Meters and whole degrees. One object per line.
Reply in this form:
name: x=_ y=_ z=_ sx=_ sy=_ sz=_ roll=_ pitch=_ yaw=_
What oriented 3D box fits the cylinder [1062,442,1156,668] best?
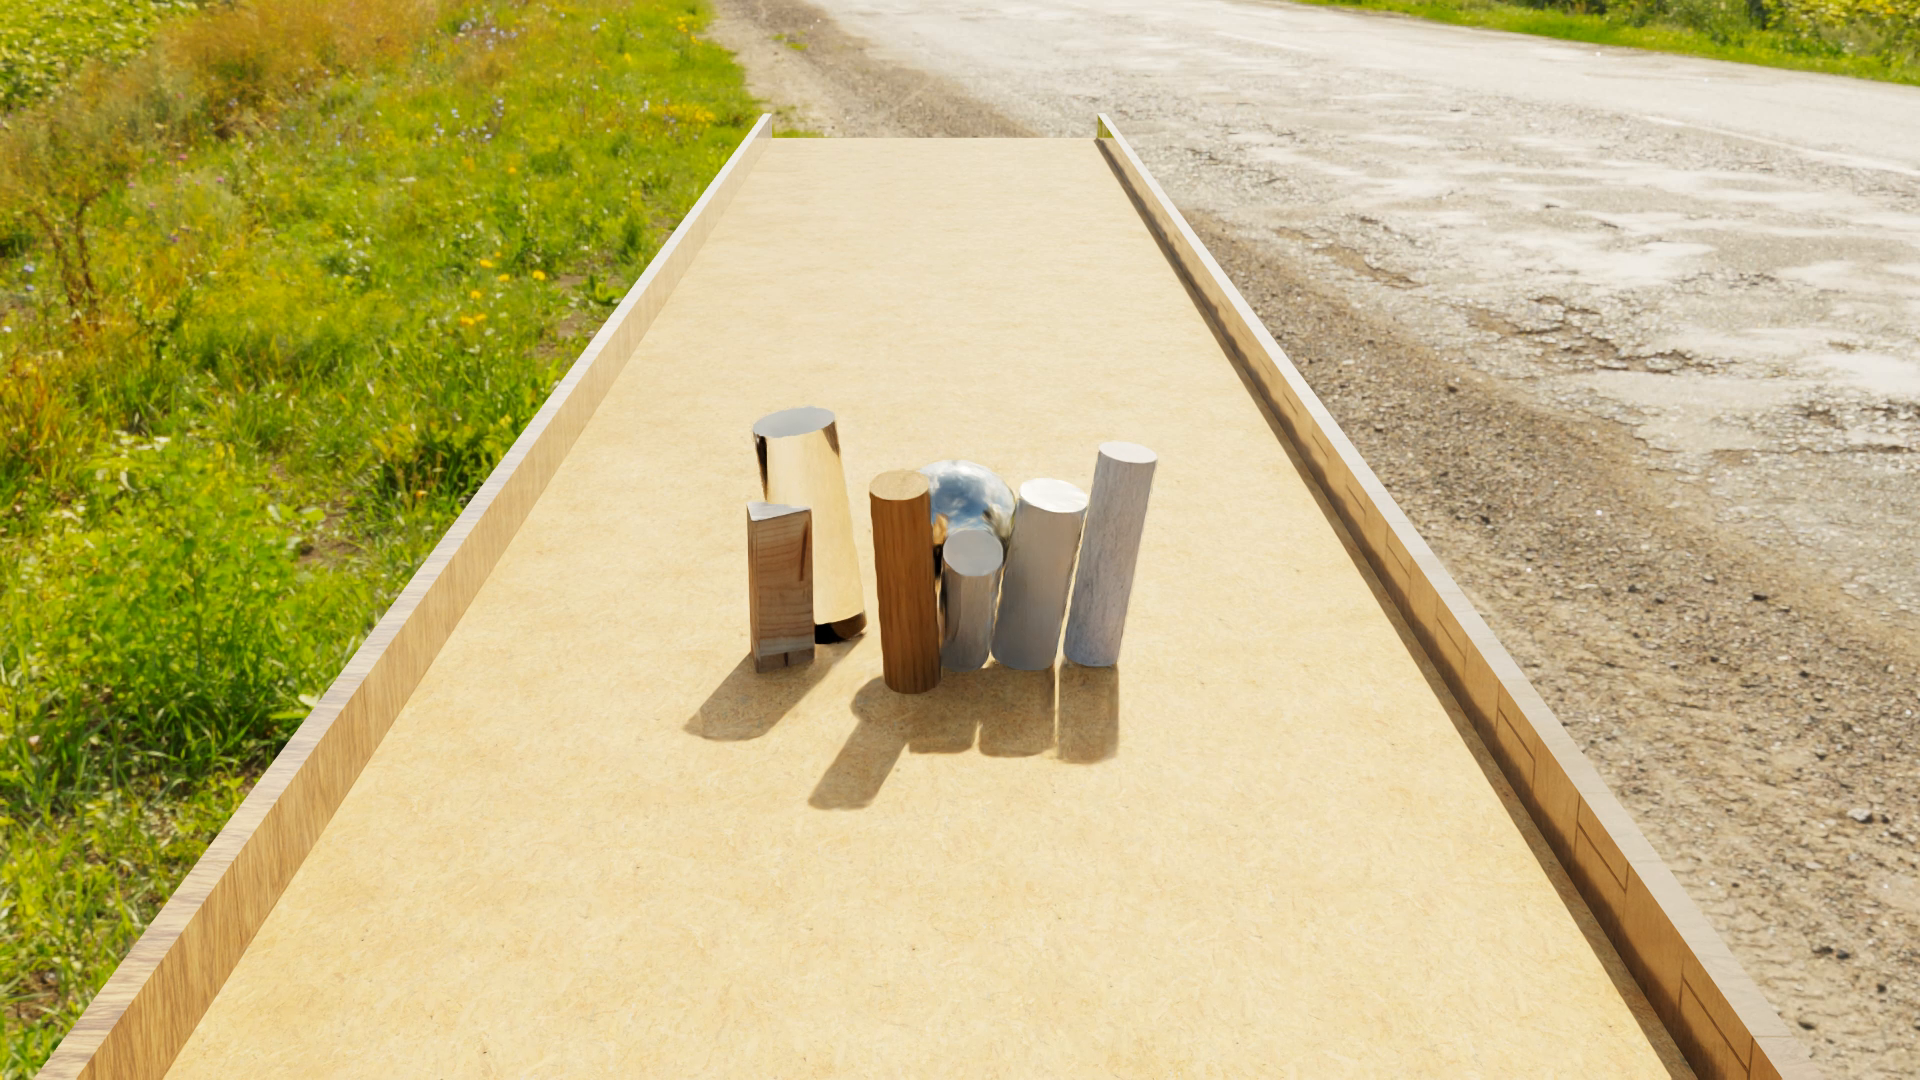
cylinder: x=0.293 y=0.030 z=4.336 sx=0.114 sy=0.438 sz=0.114 roll=8 pitch=22 yaw=-3

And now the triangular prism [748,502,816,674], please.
triangular prism: x=-0.384 y=0.087 z=4.385 sx=0.140 sy=0.314 sz=0.121 roll=-14 pitch=21 yaw=-38

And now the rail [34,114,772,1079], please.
rail: x=-1.118 y=-0.838 z=7.780 sx=0.050 sy=0.150 sz=12.000 roll=0 pitch=17 yaw=-1

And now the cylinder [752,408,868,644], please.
cylinder: x=-0.304 y=-0.028 z=4.485 sx=0.169 sy=0.455 sz=0.169 roll=-7 pitch=23 yaw=3

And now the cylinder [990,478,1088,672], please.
cylinder: x=0.153 y=0.070 z=4.318 sx=0.135 sy=0.362 sz=0.135 roll=8 pitch=29 yaw=-4

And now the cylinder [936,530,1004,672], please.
cylinder: x=0.014 y=0.120 z=4.268 sx=0.115 sy=0.303 sz=0.115 roll=3 pitch=50 yaw=-3

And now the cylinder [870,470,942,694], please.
cylinder: x=-0.102 y=0.082 z=4.157 sx=0.111 sy=0.438 sz=0.111 roll=-2 pitch=33 yaw=1

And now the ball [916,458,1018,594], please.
ball: x=-0.012 y=-0.026 z=4.394 sx=0.274 sy=0.274 sz=0.274 roll=0 pitch=17 yaw=0

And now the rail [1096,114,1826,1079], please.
rail: x=0.932 y=-0.844 z=7.801 sx=0.050 sy=0.150 sz=12.000 roll=0 pitch=17 yaw=-1
